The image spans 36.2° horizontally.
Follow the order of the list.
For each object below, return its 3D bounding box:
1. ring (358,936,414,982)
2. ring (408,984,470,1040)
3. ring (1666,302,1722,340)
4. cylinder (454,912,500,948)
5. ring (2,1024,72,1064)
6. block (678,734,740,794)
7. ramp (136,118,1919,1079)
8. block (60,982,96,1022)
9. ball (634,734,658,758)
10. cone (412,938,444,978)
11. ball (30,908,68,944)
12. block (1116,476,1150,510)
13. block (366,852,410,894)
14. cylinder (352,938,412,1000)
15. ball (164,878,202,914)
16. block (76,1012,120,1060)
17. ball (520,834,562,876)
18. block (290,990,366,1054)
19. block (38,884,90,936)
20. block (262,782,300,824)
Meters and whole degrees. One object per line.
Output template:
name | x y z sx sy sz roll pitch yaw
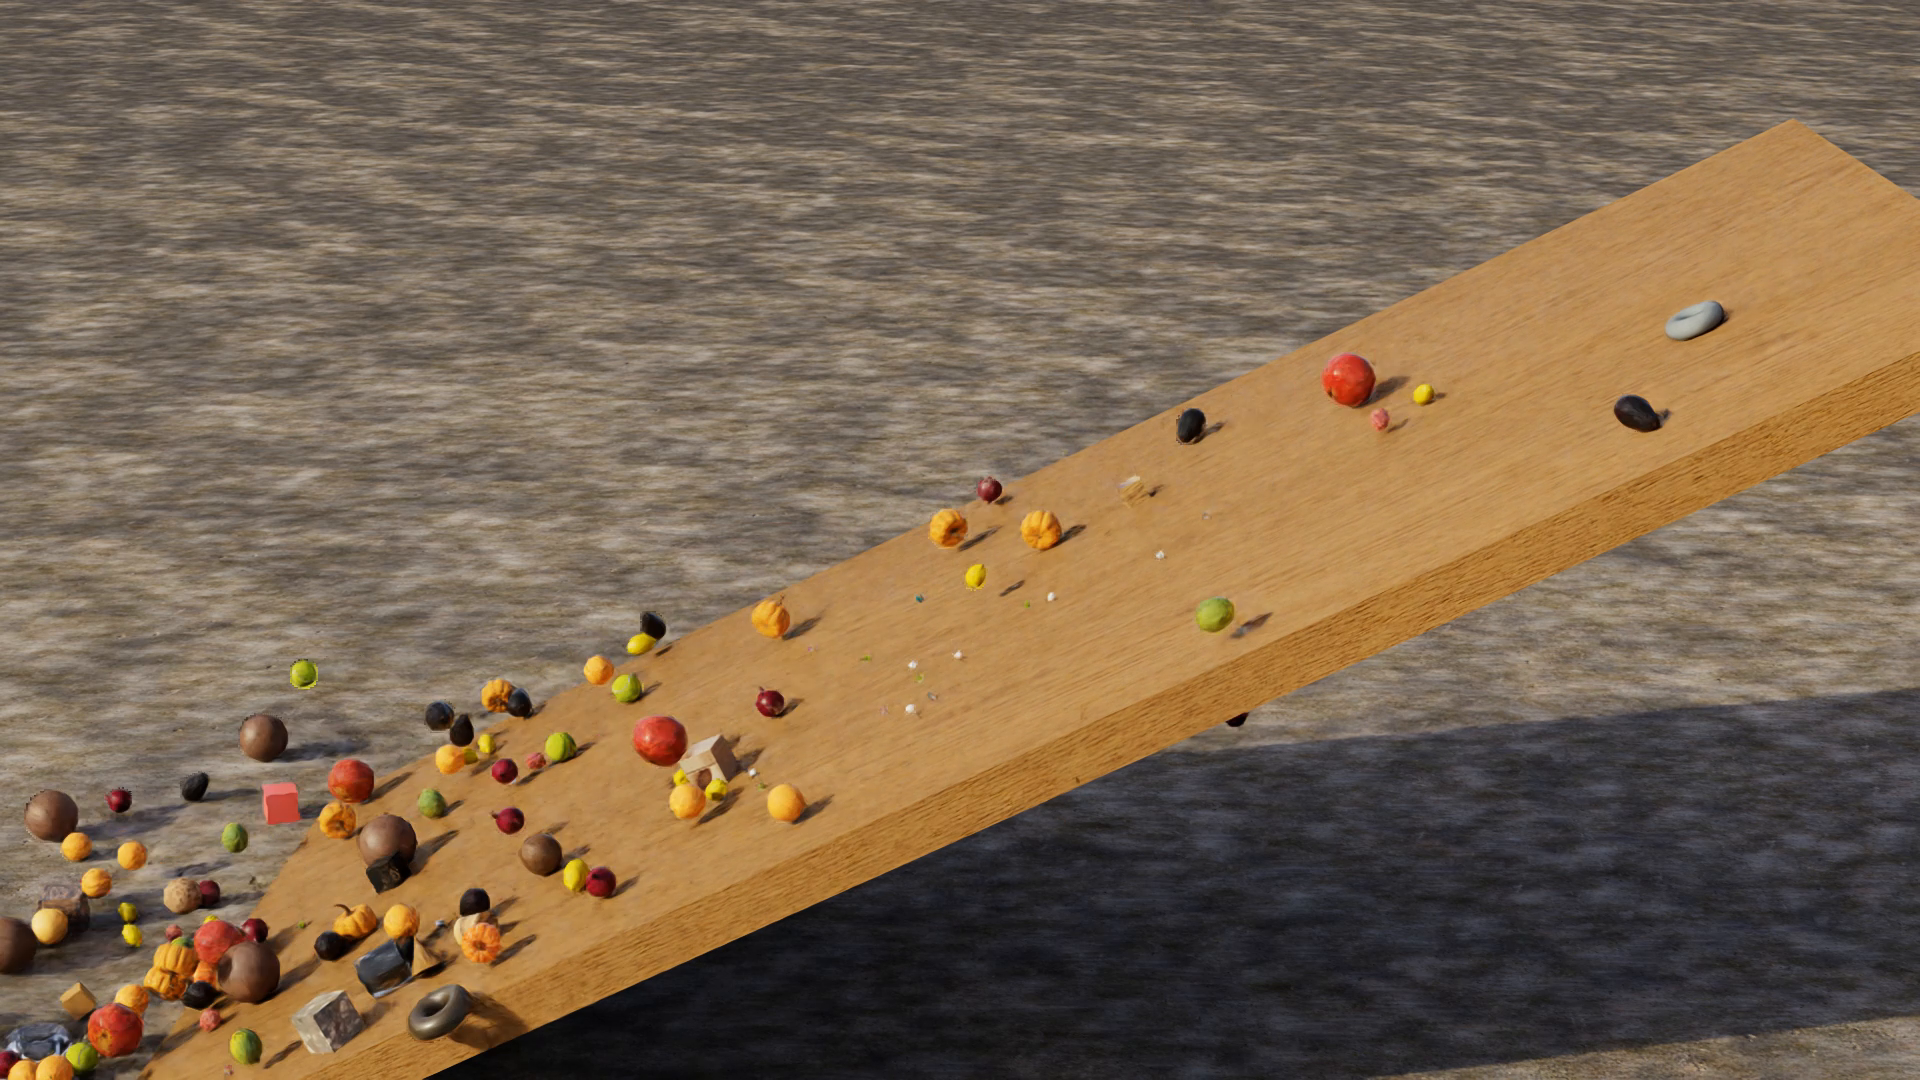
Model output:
ring | -1.147 0.846 5.908 0.139 0.046 0.139 -25 15 7
ring | -0.968 0.879 5.474 0.129 0.043 0.129 -24 25 12
ring | 1.428 -0.426 5.721 0.118 0.039 0.118 -27 12 6
cylinder | -0.951 0.767 5.790 0.063 0.063 0.063 -17 4 36
ring | -2.000 1.091 6.377 0.147 0.049 0.147 0 15 0
block | -0.518 0.461 6.063 0.079 0.079 0.079 -22 14 22
ramp | 0.138 0.168 6.281 4.000 0.100 2.000 -25 14 10
block | -1.961 1.026 6.544 0.053 0.053 0.053 -40 20 -7
ball | -0.693 0.455 6.484 0.050 0.050 0.050 0 16 0
cone | -1.057 0.811 5.771 0.069 0.069 0.069 -26 -8 -4
ball | -2.141 0.908 6.920 0.086 0.086 0.086 0 16 0
block | 0.383 -0.106 6.505 0.051 0.051 0.051 -28 13 -4
block | -1.267 0.737 6.515 0.060 0.060 0.060 -20 15 27
cylinder | -1.135 0.845 5.798 0.088 0.088 0.088 -37 27 -10
ball | -1.827 0.837 6.912 0.088 0.088 0.088 0 16 0
block | -1.866 1.074 6.367 0.060 0.060 0.060 37 19 -6
ball | -0.857 0.643 6.022 0.086 0.086 0.086 0 16 0
block | -1.215 0.927 5.652 0.084 0.084 0.084 -13 19 45
block | -2.134 0.881 7.008 0.094 0.094 0.094 -1 16 -5
block | -1.775 0.688 7.689 0.080 0.080 0.080 -6 17 -19
